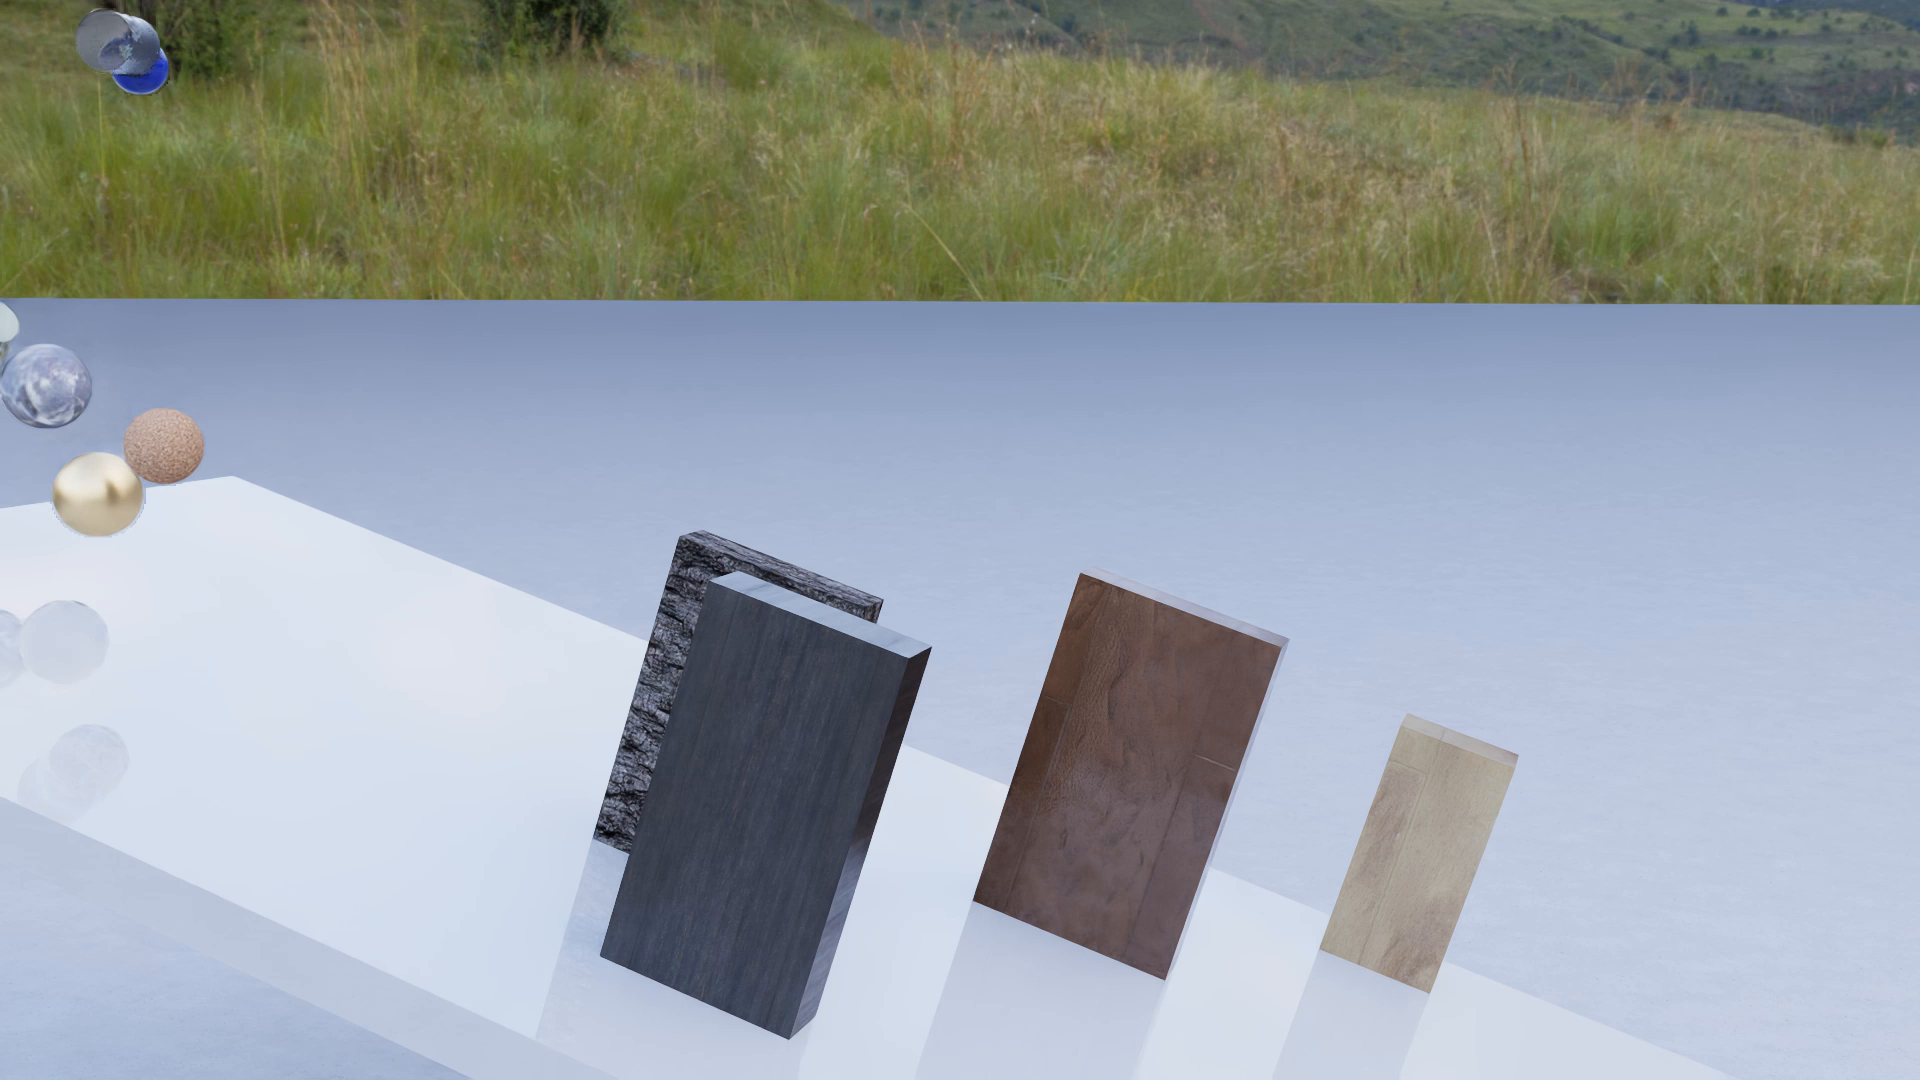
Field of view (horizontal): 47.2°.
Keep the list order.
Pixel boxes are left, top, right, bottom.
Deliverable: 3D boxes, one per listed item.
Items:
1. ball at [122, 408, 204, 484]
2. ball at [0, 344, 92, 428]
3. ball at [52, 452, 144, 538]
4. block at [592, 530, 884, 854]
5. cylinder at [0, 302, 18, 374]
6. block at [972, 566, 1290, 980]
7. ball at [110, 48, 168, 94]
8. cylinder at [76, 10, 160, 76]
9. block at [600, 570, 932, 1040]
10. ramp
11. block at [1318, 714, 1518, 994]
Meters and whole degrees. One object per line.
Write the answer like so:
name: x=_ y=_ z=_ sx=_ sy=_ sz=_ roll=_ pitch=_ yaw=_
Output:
ball: x=-1.604 y=-0.189 z=4.430 sx=0.154 sy=0.154 sz=0.154 roll=0 pitch=7 yaw=0
ball: x=-1.974 y=-0.332 z=4.750 sx=0.185 sy=0.185 sz=0.185 roll=0 pitch=7 yaw=0
ball: x=-1.803 y=-0.095 z=4.600 sx=0.179 sy=0.179 sz=0.179 roll=0 pitch=7 yaw=0
block: x=-0.409 y=0.330 z=4.013 sx=0.371 sy=0.599 sz=0.103 roll=20 pitch=12 yaw=14
cylinder: x=-2.142 y=-0.421 z=4.747 sx=0.166 sy=0.166 sz=0.166 roll=25 pitch=33 yaw=-18
block: x=0.328 y=0.451 z=4.279 sx=0.409 sy=0.698 sz=0.103 roll=20 pitch=12 yaw=14
ball: x=-1.658 y=-0.957 z=4.442 sx=0.113 sy=0.113 sz=0.113 roll=0 pitch=7 yaw=0
cylinder: x=-1.655 y=-0.976 z=4.323 sx=0.117 sy=0.117 sz=0.117 roll=1 pitch=7 yaw=5
block: x=-0.317 y=0.425 z=3.550 sx=0.349 sy=0.662 sz=0.119 roll=20 pitch=12 yaw=14
ramp: x=-0.357 y=0.674 z=4.226 sx=4.000 sy=0.100 sz=2.000 roll=20 pitch=12 yaw=14
block: x=0.975 y=0.664 z=4.675 sx=0.247 sy=0.521 sz=0.137 roll=20 pitch=12 yaw=14
